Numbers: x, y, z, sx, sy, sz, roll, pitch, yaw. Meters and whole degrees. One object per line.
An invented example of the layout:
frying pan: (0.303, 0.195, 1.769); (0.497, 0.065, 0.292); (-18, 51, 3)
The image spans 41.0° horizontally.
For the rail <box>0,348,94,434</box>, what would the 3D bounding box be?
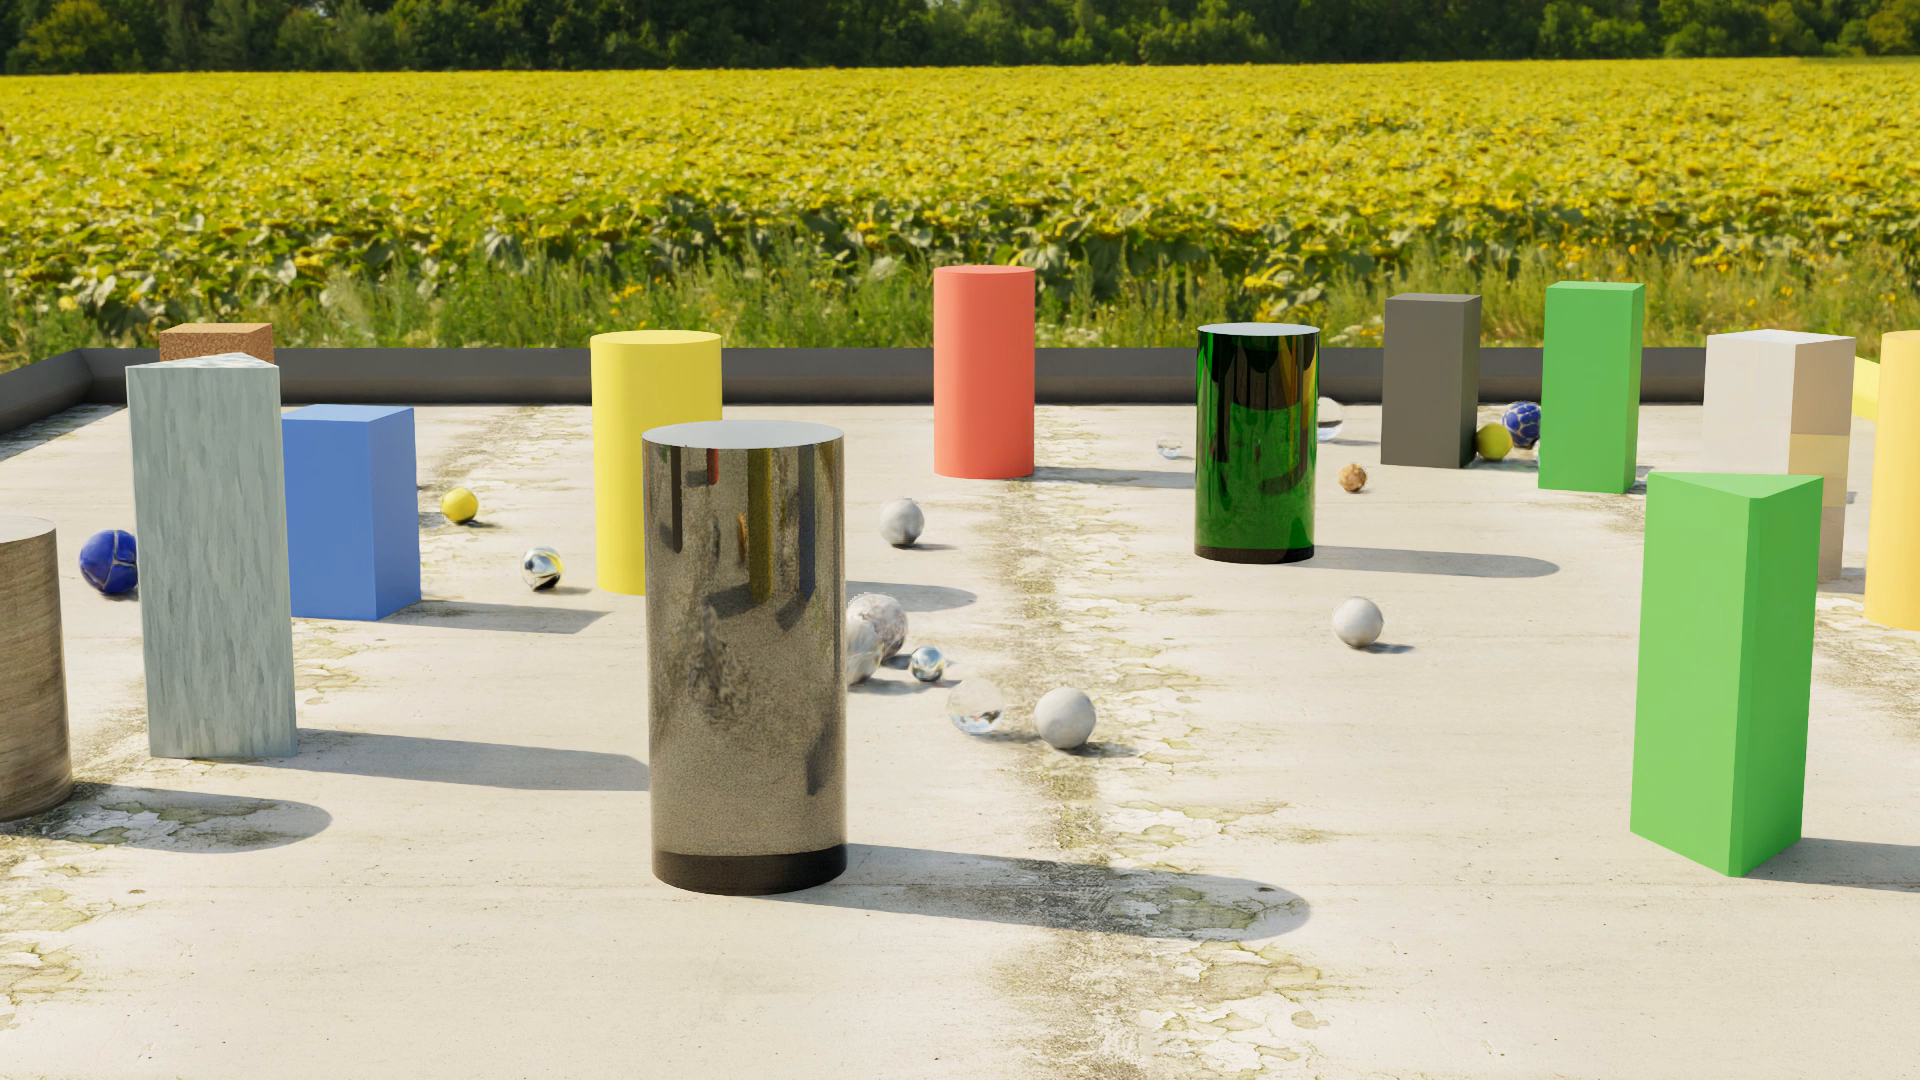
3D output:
rail: (-1.844, 0.032, 3.440); (0.045, 0.116, 4.145); (0, 11, 0)

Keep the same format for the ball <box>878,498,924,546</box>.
ball: (-0.090, -0.027, 3.878); (0.071, 0.071, 0.071); (0, 11, 0)

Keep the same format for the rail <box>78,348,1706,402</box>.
rail: (-0.012, -0.348, 5.464); (3.736, 0.116, 0.045); (0, 11, 0)

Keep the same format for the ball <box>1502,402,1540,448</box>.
ball: (1.068, -0.217, 4.857); (0.085, 0.085, 0.085); (0, 11, 0)

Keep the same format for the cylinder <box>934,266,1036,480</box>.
cylinder: (0.043, -0.300, 4.550); (0.179, 0.360, 0.179); (0, 11, 0)

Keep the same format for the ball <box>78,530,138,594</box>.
ball: (-1.165, 0.030, 3.529); (0.090, 0.090, 0.090); (0, 11, 0)

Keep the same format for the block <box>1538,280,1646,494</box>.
block: (1.084, -0.264, 4.403); (0.143, 0.344, 0.143); (4, 12, 22)

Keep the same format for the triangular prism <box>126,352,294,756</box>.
triangular prism: (-0.779, 0.013, 2.740); (0.155, 0.413, 0.134); (0, 11, 1)

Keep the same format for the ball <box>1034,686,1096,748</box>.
ball: (0.112, 0.190, 2.741); (0.066, 0.066, 0.066); (0, 11, 0)

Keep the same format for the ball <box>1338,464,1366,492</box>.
ball: (0.667, -0.105, 4.361); (0.047, 0.047, 0.047); (0, 11, 0)

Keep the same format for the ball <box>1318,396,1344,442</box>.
ball: (0.695, -0.233, 4.937); (0.085, 0.085, 0.085); (0, 11, 0)

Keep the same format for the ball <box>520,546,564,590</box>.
ball: (-0.579, 0.038, 3.559); (0.062, 0.062, 0.062); (0, 11, 0)

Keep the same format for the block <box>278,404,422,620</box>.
block: (-0.820, -0.039, 3.423); (0.143, 0.264, 0.143); (2, 11, 12)

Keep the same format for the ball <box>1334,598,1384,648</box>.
ball: (0.499, 0.103, 3.212); (0.062, 0.062, 0.062); (0, 11, 0)

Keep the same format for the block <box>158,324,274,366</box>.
block: (-1.196, -0.194, 4.153); (0.143, 0.299, 0.143); (0, 11, -1)

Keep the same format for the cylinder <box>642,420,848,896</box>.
cylinder: (-0.192, 0.101, 2.311); (0.179, 0.398, 0.179); (0, 11, 0)

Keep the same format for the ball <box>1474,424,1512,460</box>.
ball: (0.976, -0.179, 4.697); (0.069, 0.069, 0.069); (0, 11, 0)

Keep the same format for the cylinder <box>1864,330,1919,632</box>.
cylinder: (1.283, -0.078, 3.340); (0.179, 0.372, 0.179); (0, 11, 0)

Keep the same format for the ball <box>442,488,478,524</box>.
ball: (-0.792, -0.054, 4.067); (0.055, 0.055, 0.055); (0, 11, 0)

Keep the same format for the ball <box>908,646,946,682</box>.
ball: (-0.038, 0.147, 3.031); (0.044, 0.044, 0.044); (0, 11, 0)

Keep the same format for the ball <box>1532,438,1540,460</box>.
ball: (1.066, -0.163, 4.652); (0.054, 0.054, 0.054); (0, 11, 0)

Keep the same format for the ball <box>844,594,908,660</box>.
ball: (-0.104, 0.106, 3.141); (0.082, 0.082, 0.082); (0, 11, 0)

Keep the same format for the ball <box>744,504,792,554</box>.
ball: (-0.286, -0.016, 3.816); (0.074, 0.074, 0.074); (0, 11, 0)

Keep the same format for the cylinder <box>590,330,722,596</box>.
cylinder: (-0.420, -0.110, 3.578); (0.179, 0.347, 0.179); (0, 11, 0)

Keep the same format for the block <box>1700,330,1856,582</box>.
block: (1.151, -0.117, 3.627); (0.143, 0.342, 0.143); (-8, 13, -37)

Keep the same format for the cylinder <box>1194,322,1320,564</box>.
cylinder: (0.438, -0.145, 3.797); (0.179, 0.335, 0.179); (0, 11, 0)

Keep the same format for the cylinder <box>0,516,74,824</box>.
cylinder: (-0.975, 0.125, 2.524); (0.179, 0.273, 0.179); (0, 11, 0)

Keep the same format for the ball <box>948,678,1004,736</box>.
ball: (0.017, 0.182, 2.794); (0.063, 0.063, 0.063); (0, 11, 0)

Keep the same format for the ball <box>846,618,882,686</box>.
ball: (-0.131, 0.132, 3.015); (0.079, 0.079, 0.079); (0, 11, 0)

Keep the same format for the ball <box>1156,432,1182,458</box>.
ball: (0.386, -0.175, 4.732); (0.047, 0.047, 0.047); (0, 11, 0)

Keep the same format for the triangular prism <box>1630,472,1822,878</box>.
triangular prism: (0.694, 0.115, 2.380); (0.134, 0.347, 0.155); (8, 14, 38)

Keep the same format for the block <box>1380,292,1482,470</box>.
block: (0.857, -0.292, 4.668); (0.143, 0.300, 0.143); (5, 12, 23)

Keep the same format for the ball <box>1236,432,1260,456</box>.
ball: (0.533, -0.178, 4.753); (0.047, 0.047, 0.047); (0, 11, 0)

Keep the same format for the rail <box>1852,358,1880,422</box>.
rail: (1.844, 0.028, 3.460); (0.045, 0.116, 4.145); (0, 11, 0)
